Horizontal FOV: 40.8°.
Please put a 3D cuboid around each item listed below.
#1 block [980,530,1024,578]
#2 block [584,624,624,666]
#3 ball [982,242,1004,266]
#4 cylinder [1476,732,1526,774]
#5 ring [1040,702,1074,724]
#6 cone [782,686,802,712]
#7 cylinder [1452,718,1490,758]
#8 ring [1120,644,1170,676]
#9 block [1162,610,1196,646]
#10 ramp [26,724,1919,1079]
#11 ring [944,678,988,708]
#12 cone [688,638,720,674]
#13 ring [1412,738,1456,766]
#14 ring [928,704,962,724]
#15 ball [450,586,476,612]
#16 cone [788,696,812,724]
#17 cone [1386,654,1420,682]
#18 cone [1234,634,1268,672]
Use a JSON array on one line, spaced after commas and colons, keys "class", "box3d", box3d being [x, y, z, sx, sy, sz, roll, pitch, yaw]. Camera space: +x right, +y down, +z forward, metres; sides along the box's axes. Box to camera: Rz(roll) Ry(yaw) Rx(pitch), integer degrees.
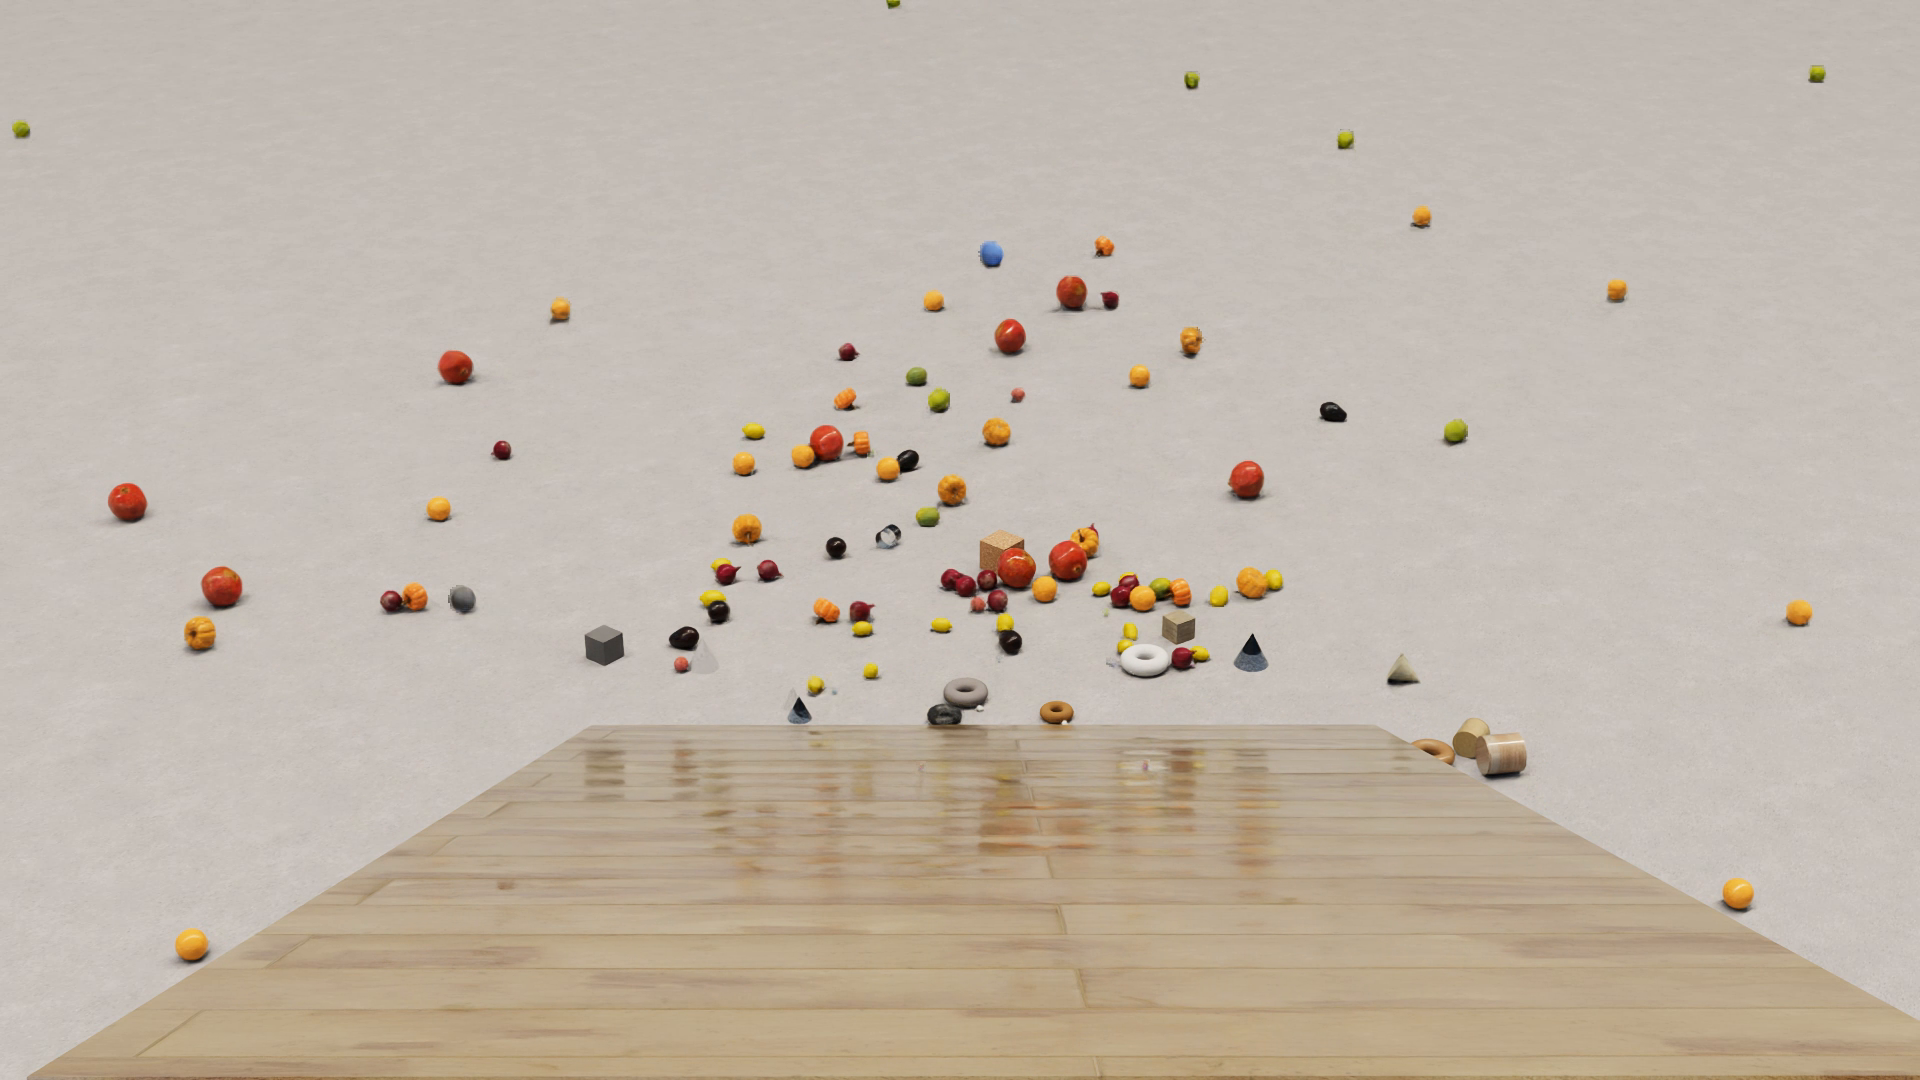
[{"class": "block", "box3d": [0.122, 0.040, 7.524, 0.092, 0.092, 0.092, 21, 34, 35]}, {"class": "block", "box3d": [-0.973, 0.288, 7.062, 0.073, 0.073, 0.073, 20, 33, 34]}, {"class": "ball", "box3d": [0.122, -1.074, 9.696, 0.085, 0.085, 0.085, 0, 27, 0]}, {"class": "cylinder", "box3d": [1.371, 0.541, 6.543, 0.099, 0.099, 0.099, -4, 28, -9]}, {"class": "ring", "box3d": [0.254, 0.453, 6.791, 0.089, 0.030, 0.089, -1, 26, 0]}, {"class": "cone", "box3d": [-0.442, 0.413, 6.834, 0.061, 0.061, 0.061, 0, 27, 0]}, {"class": "cylinder", "box3d": [1.313, 0.508, 6.632, 0.076, 0.076, 0.076, 15, 35, 27]}, {"class": "ring", "box3d": [0.502, 0.327, 7.020, 0.134, 0.045, 0.134, -1, 27, 1]}, {"class": "block", "box3d": [0.606, 0.241, 7.163, 0.065, 0.065, 0.065, -18, 32, -31]}, {"class": "ramp", "box3d": [0.062, 0.555, 4.592, 2.000, 0.100, 4.000, 0, 1, 0]}, {"class": "ring", "box3d": [0.015, 0.405, 6.871, 0.120, 0.040, 0.120, -1, 26, 0]}, {"class": "cone", "box3d": [-0.697, 0.304, 7.015, 0.089, 0.089, 0.089, 0, 27, 0]}, {"class": "ring", "box3d": [1.200, 0.549, 6.590, 0.127, 0.042, 0.127, 0, 26, 0]}, {"class": "ring", "box3d": [-0.041, 0.461, 6.774, 0.092, 0.031, 0.092, 1, 28, -1]}, {"class": "ball", "box3d": [-1.404, 0.167, 7.301, 0.070, 0.070, 0.070, 0, 27, 0]}, {"class": "cone", "box3d": [-0.422, 0.438, 6.778, 0.067, 0.067, 0.067, 0, 27, 0]}, {"class": "cone", "box3d": [1.207, 0.363, 6.956, 0.083, 0.083, 0.083, 32, 33, 3]}, {"class": "cone", "box3d": [0.794, 0.294, 7.026, 0.096, 0.096, 0.096, 0, 27, 0]}]
